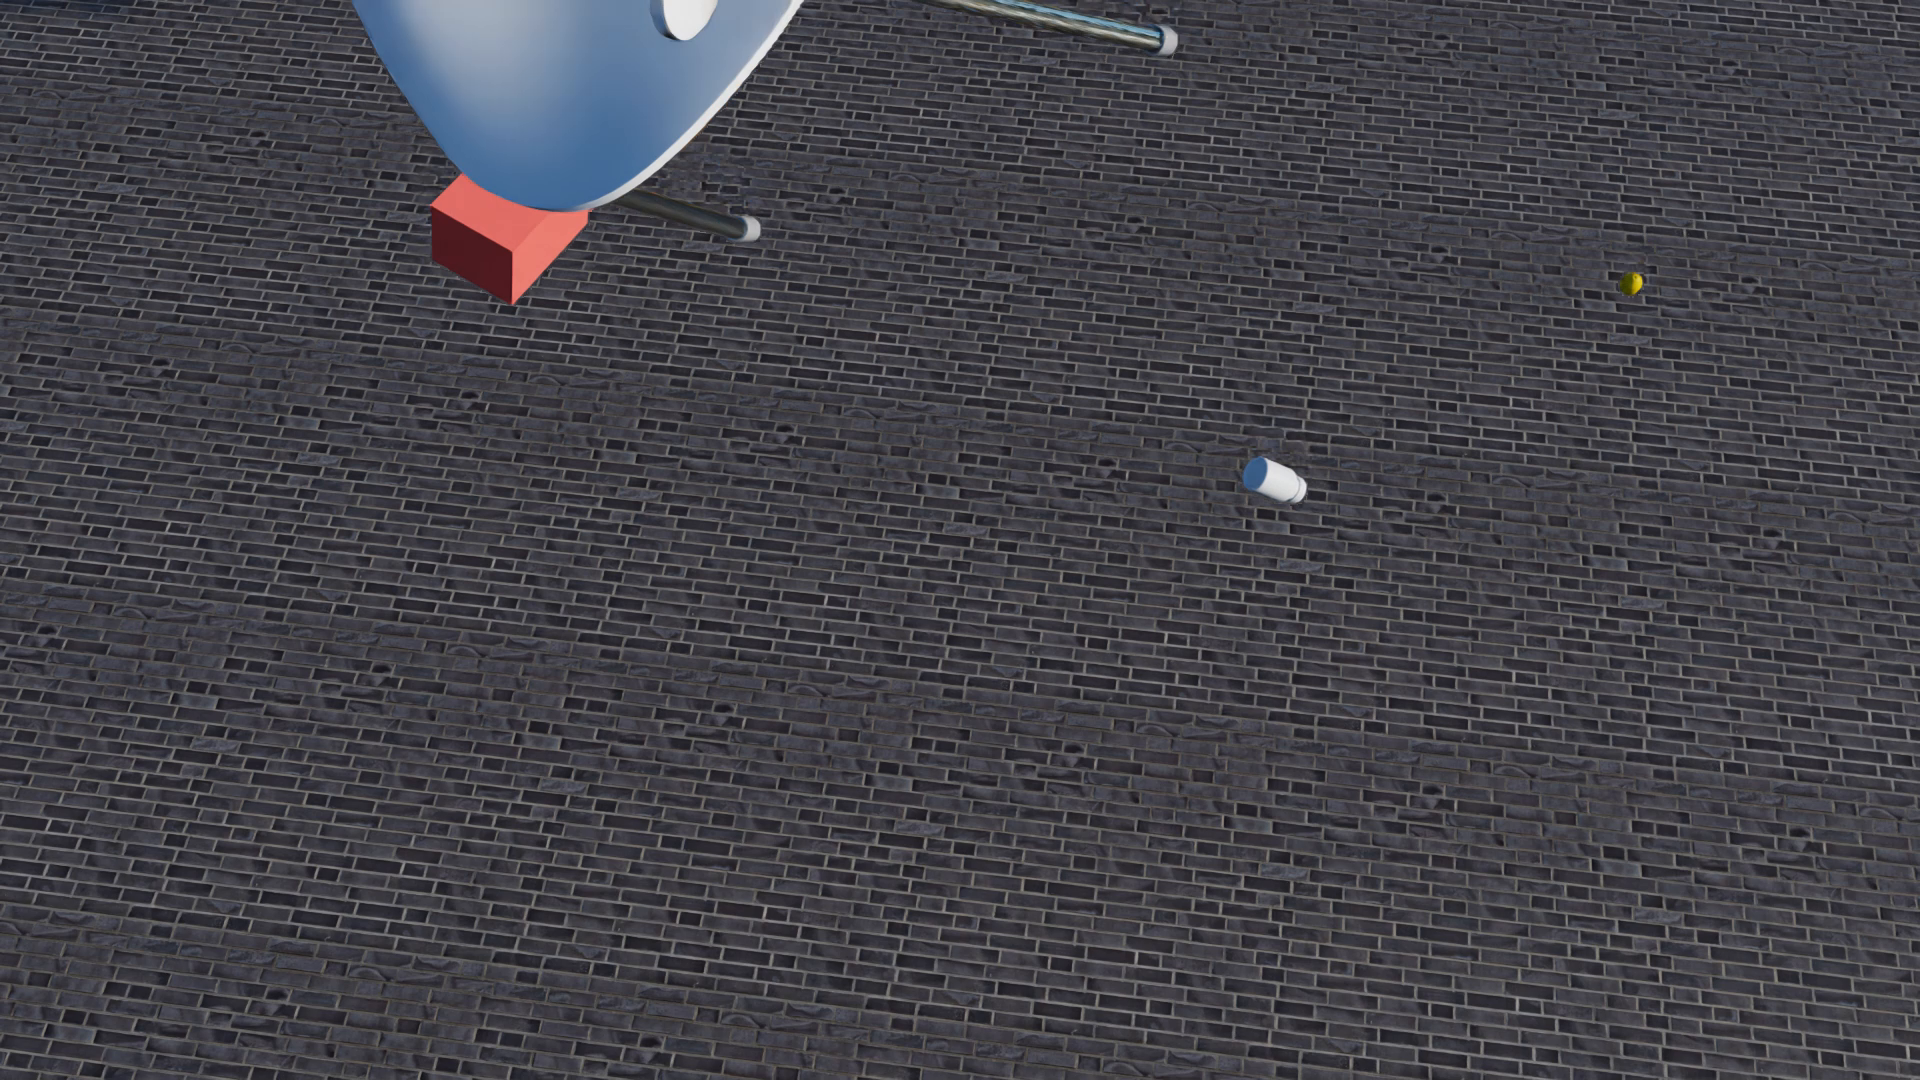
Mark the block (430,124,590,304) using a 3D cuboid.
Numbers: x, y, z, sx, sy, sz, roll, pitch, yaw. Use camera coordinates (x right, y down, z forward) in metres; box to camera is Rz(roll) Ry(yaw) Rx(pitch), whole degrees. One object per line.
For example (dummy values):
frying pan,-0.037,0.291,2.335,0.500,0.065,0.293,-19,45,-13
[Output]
block,-0.936,-0.679,4.585,0.199,0.176,0.276,30,57,7
